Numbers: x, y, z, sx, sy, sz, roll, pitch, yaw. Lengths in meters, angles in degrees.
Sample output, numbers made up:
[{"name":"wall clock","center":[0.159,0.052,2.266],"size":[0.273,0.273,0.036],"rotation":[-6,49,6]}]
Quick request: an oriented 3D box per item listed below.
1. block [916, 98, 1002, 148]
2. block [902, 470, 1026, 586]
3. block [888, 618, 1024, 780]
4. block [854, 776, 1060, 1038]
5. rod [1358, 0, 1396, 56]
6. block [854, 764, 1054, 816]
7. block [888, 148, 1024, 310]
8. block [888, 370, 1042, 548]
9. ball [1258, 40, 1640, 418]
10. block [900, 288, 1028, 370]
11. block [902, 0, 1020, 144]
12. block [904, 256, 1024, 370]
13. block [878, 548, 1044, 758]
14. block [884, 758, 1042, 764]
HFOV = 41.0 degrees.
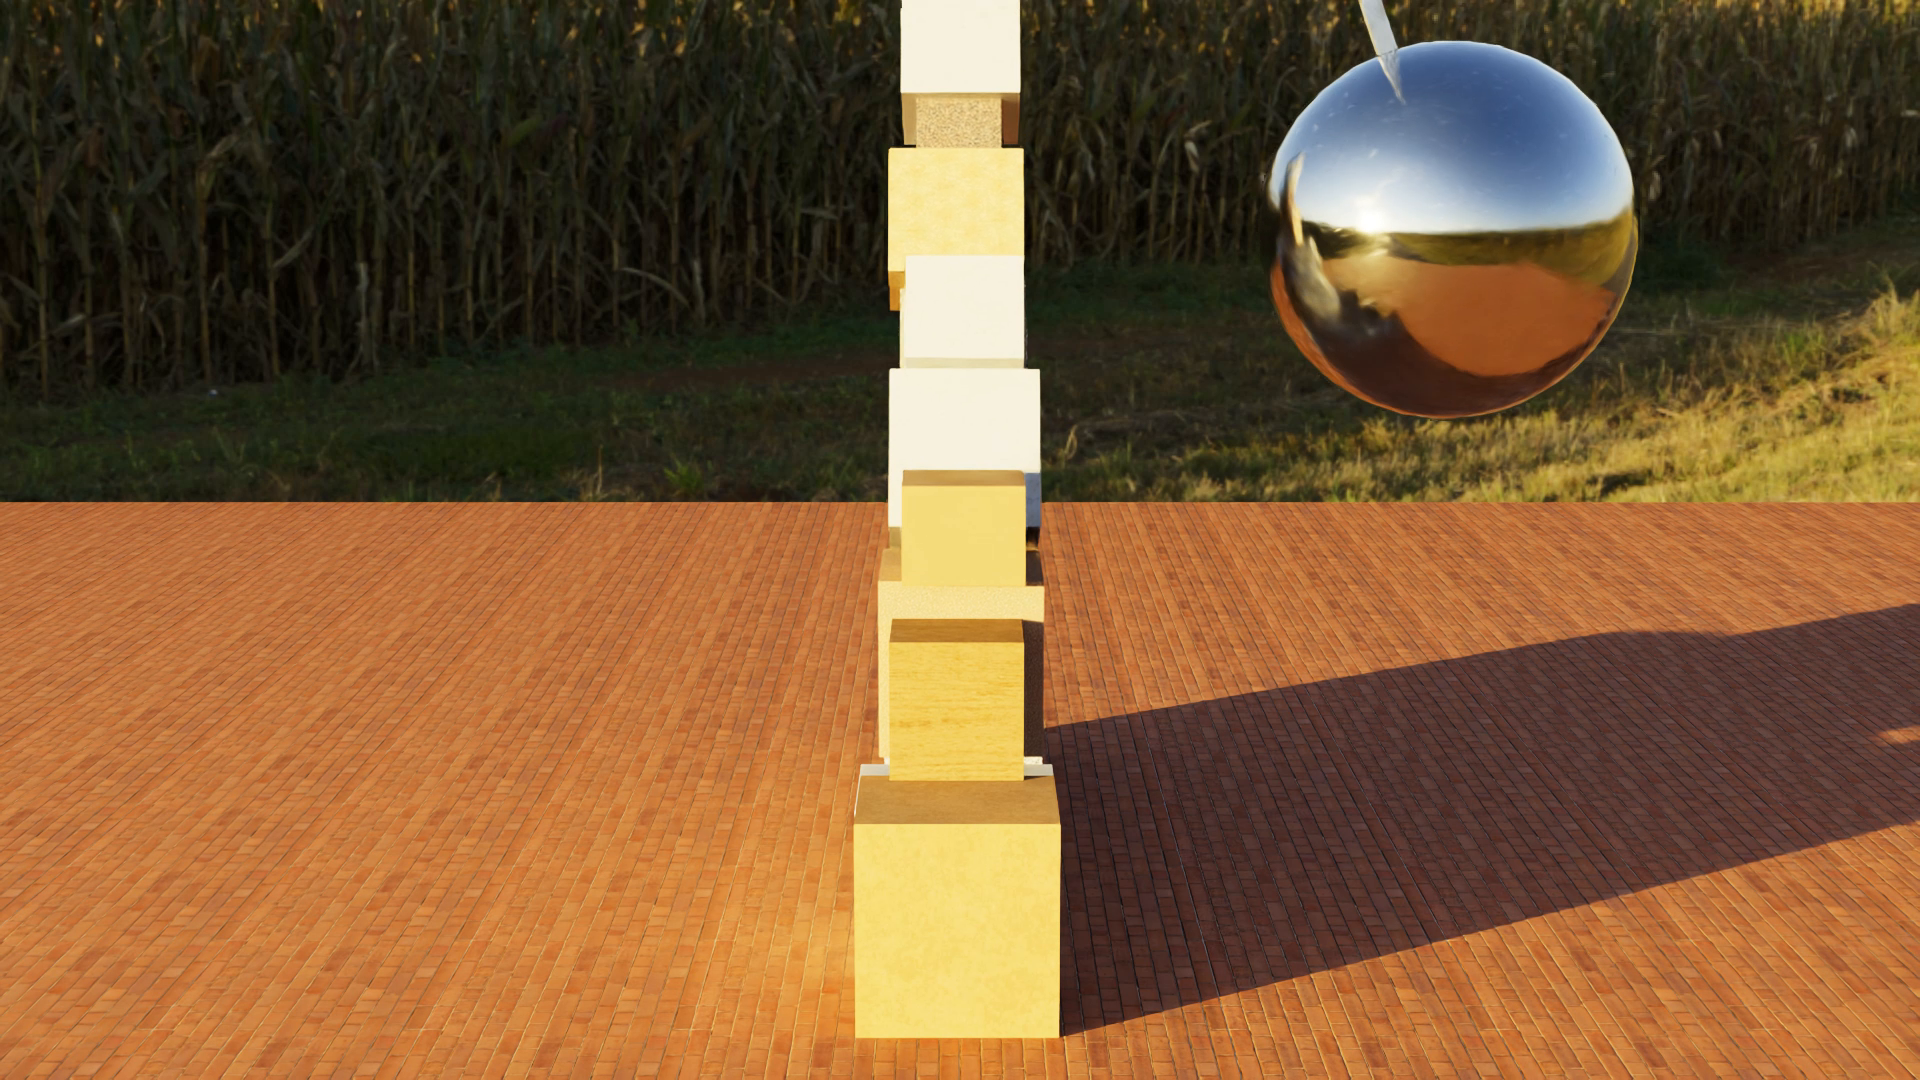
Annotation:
[{"name":"block","center":[-0.009,-1.754,11.661],"size":[0.380,0.343,0.432],"rotation":[0,-16,-1]},{"name":"block","center":[0.013,-0.052,10.315],"size":[0.488,0.401,0.421],"rotation":[0,10,0]},{"name":"block","center":[-0.013,0.621,10.083],"size":[0.516,0.542,0.473],"rotation":[0,10,0]},{"name":"block","center":[-0.010,1.376,9.717],"size":[0.751,0.817,0.660],"rotation":[0,10,0]},{"name":"rod","center":[0.899,-4.456,10.370],"size":[0.080,5.200,0.080],"rotation":[-20,10,4]},{"name":"block","center":[-0.014,1.325,10.399],"size":[0.794,0.672,0.680],"rotation":[0,10,0]},{"name":"block","center":[-0.019,-1.367,11.337],"size":[0.584,0.568,0.497],"rotation":[0,-15,-1]},{"name":"block","center":[0.016,-0.299,10.992],"size":[0.628,0.679,0.693],"rotation":[0,-15,-1]},{"name":"ball","center":[2.074,-1.317,10.941],"size":[1.600,1.600,1.600],"rotation":[0,10,0]},{"name":"block","center":[0.011,-0.786,11.454],"size":[0.553,0.497,0.575],"rotation":[0,-15,-1]},{"name":"block","center":[0.003,-2.171,11.775],"size":[0.531,0.522,0.543],"rotation":[0,-16,0]},{"name":"block","center":[0.014,-0.903,10.913],"size":[0.494,0.450,0.530],"rotation":[0,-15,-1]},{"name":"block","center":[0.004,0.458,10.655],"size":[0.663,0.725,0.703],"rotation":[0,10,0]},{"name":"block","center":[0.013,1.141,11.105],"size":[0.655,0.781,0.759],"rotation":[0,10,0]}]
